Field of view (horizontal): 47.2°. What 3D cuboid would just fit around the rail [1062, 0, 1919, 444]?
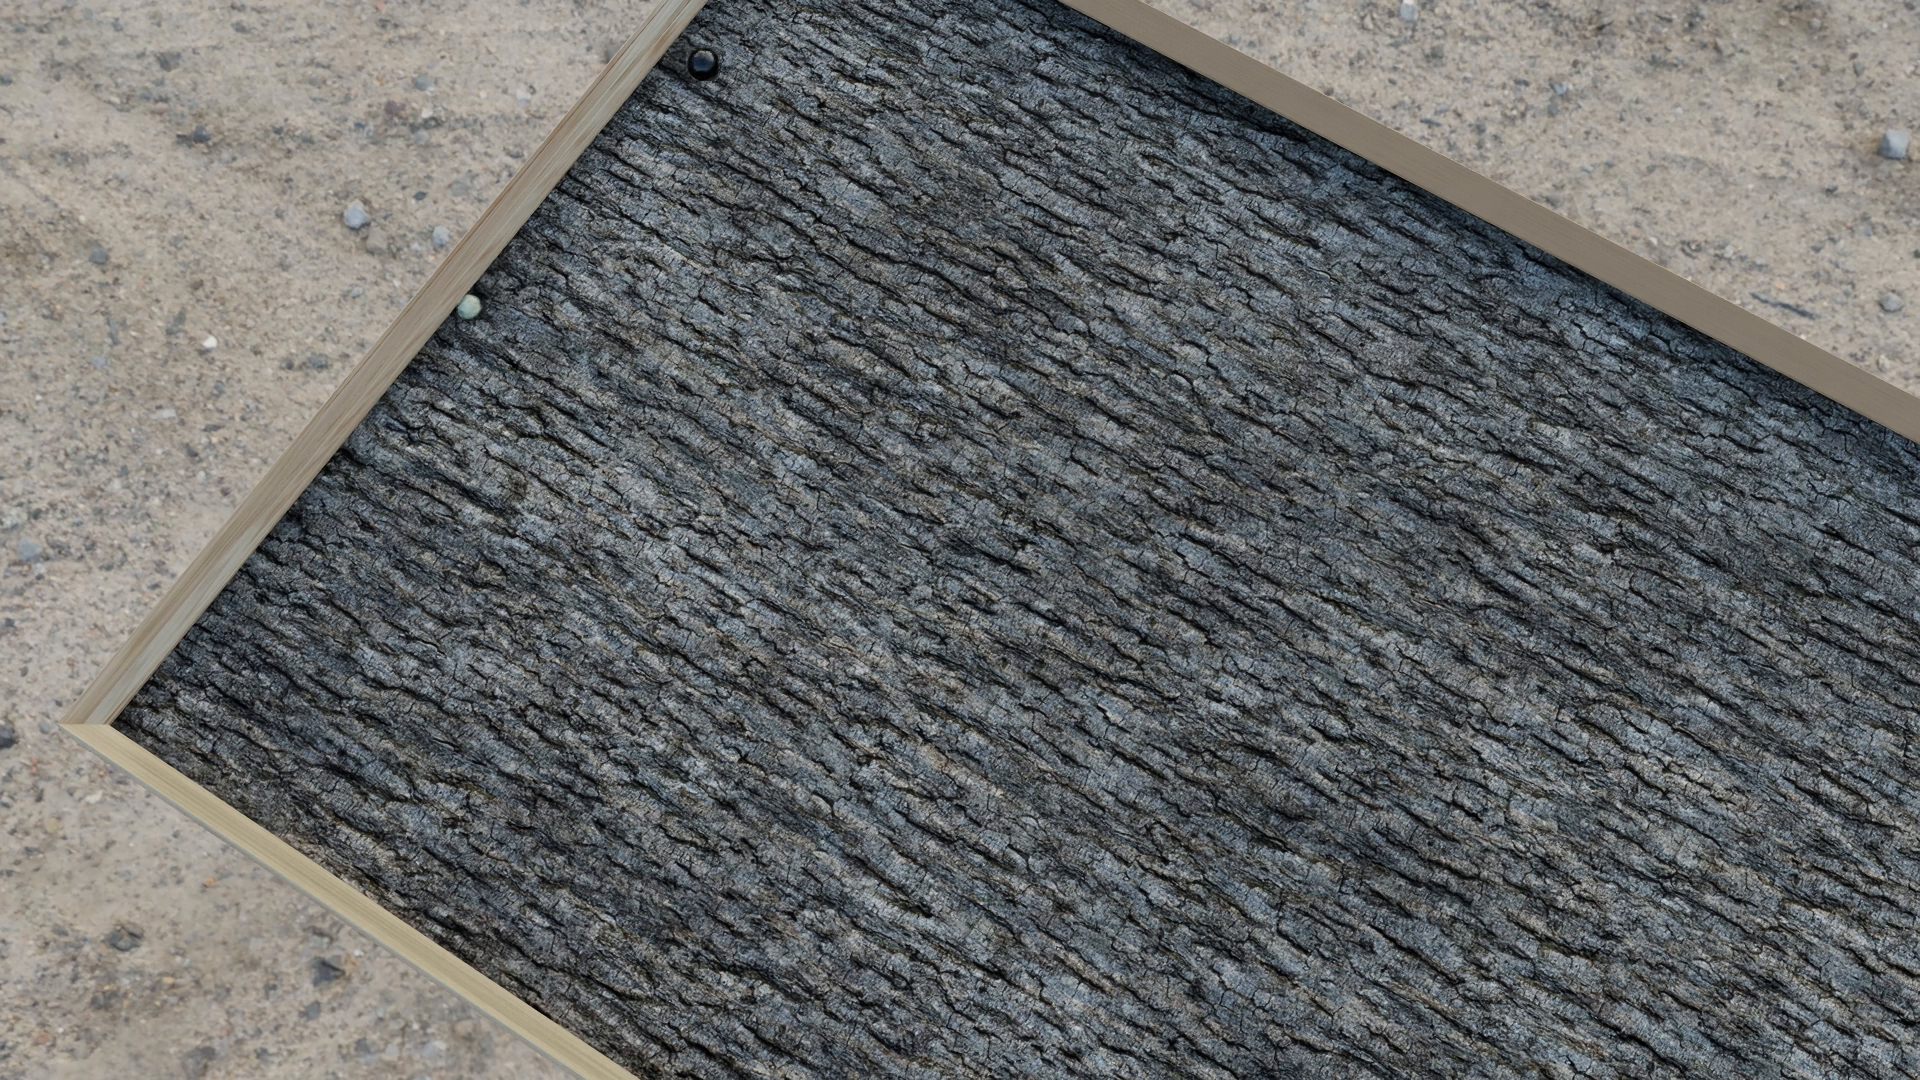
[{"bbox_3d":[1.359,-0.297,3.632,3.922,0.093,0.045,30,70,12],"label":"rail"}]

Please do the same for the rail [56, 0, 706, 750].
[{"bbox_3d":[-0.808,-0.480,3.710,0.045,0.093,2.033,30,70,12],"label":"rail"}]

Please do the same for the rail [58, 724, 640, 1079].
[{"bbox_3d":[0.297,1.244,2.972,3.922,0.093,0.045,30,70,12],"label":"rail"}]

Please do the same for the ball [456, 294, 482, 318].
[{"bbox_3d":[-0.827,-0.393,3.702,0.041,0.041,0.041,0,67,0],"label":"ball"}]

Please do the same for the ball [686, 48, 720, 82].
[{"bbox_3d":[-0.453,-0.840,3.884,0.058,0.058,0.058,0,67,0],"label":"ball"}]
